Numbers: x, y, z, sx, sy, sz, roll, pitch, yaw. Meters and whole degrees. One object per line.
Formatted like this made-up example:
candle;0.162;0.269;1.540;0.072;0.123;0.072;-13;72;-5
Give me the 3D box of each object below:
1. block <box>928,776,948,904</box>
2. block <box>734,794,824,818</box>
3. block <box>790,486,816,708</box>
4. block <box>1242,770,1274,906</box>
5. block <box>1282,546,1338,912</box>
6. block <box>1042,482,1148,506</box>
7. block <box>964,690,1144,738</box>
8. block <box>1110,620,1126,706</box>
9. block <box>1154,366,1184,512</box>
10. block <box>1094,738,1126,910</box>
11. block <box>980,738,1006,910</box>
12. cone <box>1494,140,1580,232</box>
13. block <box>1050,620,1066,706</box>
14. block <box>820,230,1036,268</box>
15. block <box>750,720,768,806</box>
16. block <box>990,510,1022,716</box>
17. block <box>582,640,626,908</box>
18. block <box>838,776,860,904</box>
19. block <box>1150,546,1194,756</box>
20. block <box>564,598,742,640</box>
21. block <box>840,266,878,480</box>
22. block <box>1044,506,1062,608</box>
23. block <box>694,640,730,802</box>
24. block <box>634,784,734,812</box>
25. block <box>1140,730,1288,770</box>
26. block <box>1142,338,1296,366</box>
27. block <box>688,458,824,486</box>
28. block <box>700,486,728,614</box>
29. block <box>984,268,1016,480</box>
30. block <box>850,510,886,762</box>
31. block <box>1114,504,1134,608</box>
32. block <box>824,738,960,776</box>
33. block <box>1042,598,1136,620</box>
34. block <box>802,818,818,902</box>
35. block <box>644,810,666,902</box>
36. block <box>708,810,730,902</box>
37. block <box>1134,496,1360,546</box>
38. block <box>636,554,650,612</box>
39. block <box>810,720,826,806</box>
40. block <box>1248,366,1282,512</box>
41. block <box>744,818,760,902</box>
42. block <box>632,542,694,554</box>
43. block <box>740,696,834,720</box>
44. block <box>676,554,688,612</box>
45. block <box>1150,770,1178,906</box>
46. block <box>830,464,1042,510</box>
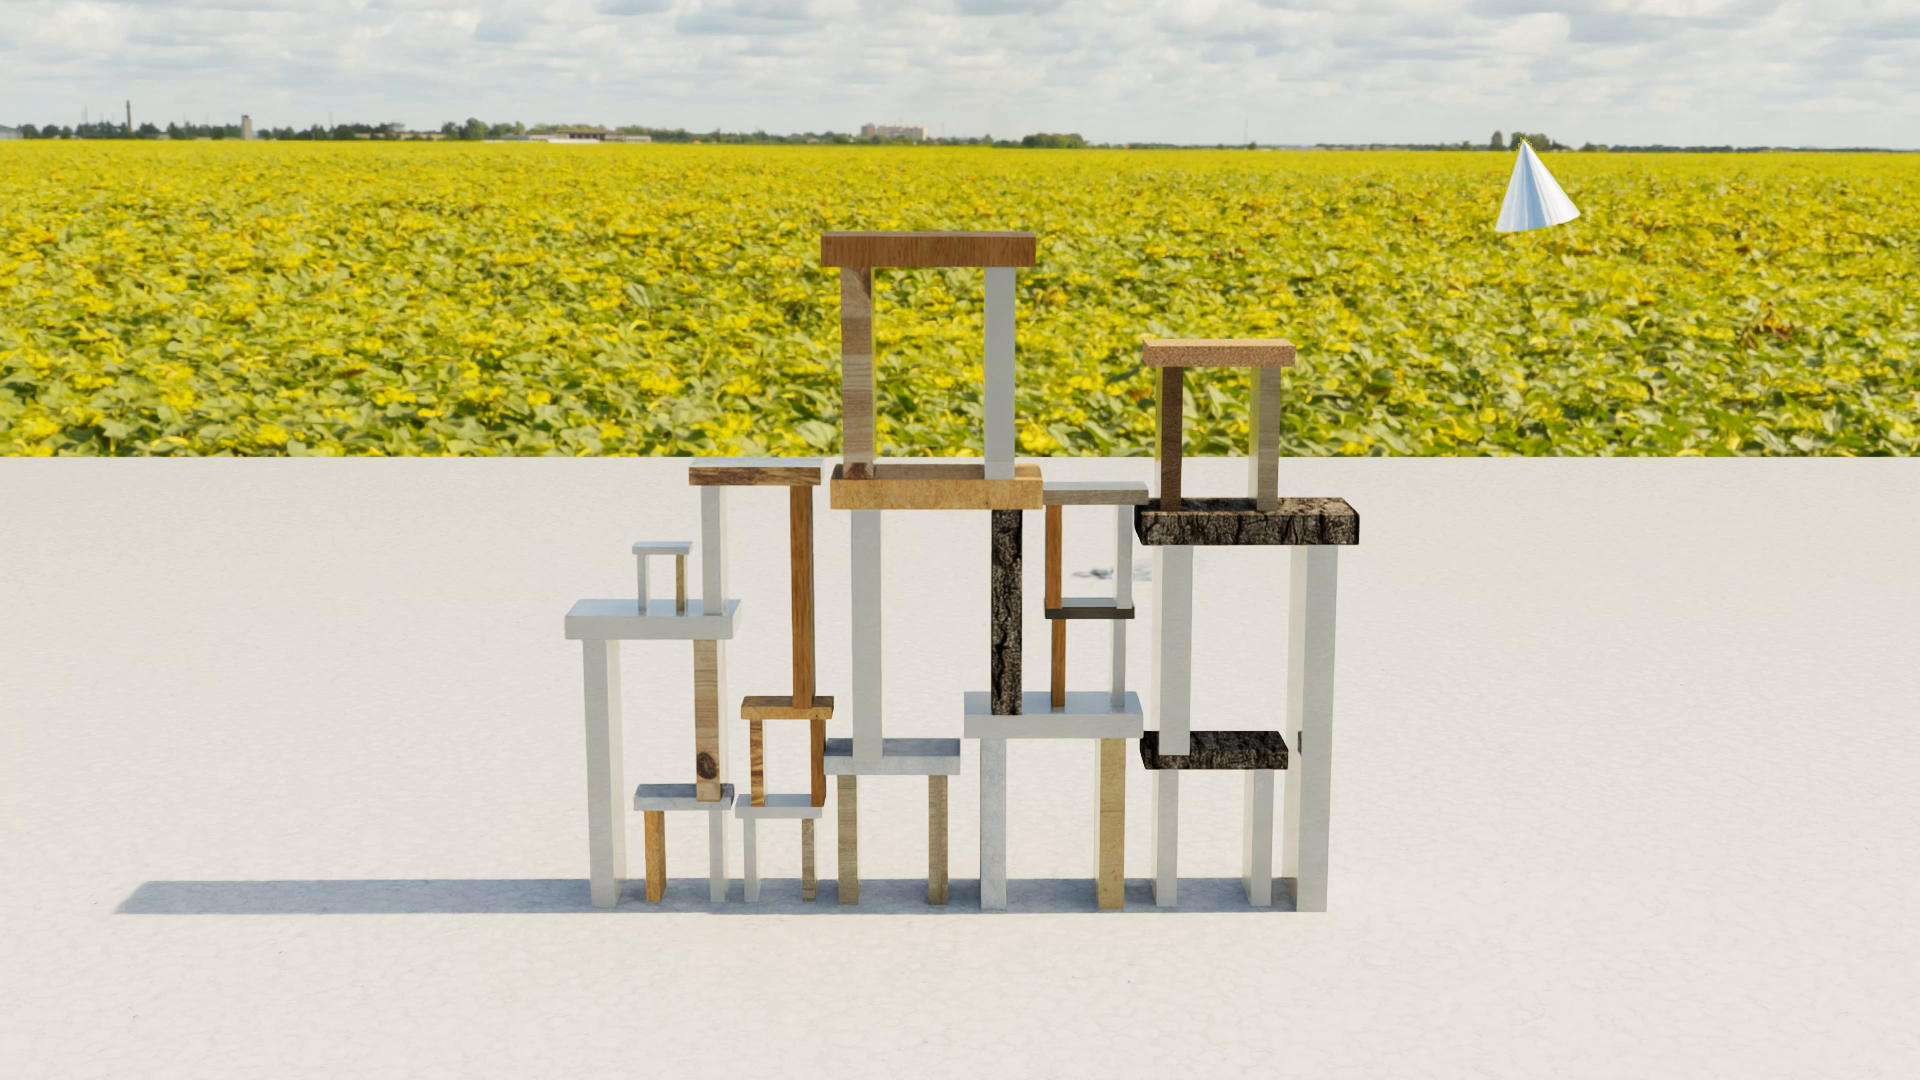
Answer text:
block;-0.036;0.480;3.650;0.031;0.222;0.111;0;11;0
block;-0.298;0.440;3.638;0.143;0.020;0.072;0;11;0
block;-0.255;0.084;3.575;0.030;0.366;0.105;0;11;0
block;0.494;0.476;3.647;0.033;0.232;0.116;0;11;0
block;0.573;0.292;3.611;0.049;0.608;0.171;0;11;0
block;0.216;-0.076;3.540;0.169;0.024;0.085;0;11;0
block;0.151;0.286;3.609;0.289;0.041;0.144;0;11;0
block;0.258;0.193;3.600;0.021;0.146;0.073;0;11;0
block;0.335;-0.169;3.533;0.033;0.230;0.115;0;11;0
block;0.247;0.449;3.640;0.041;0.289;0.144;0;11;0
block;0.054;0.449;3.640;0.041;0.289;0.144;0;11;0
cone;1.590;-1.003;6.129;0.235;0.235;0.235;-13;15;3
block;0.161;0.193;3.600;0.021;0.146;0.073;0;11;0
block;-0.049;-0.460;3.475;0.332;0.047;0.166;0;11;0
block;-0.331;0.358;3.622;0.021;0.148;0.074;0;11;0
block;0.075;0.101;3.579;0.047;0.335;0.167;0;11;0
block;-0.586;0.368;3.630;0.038;0.450;0.135;0;11;0
block;-0.184;0.480;3.650;0.031;0.222;0.111;0;11;0
block;0.344;0.161;3.586;0.049;0.343;0.171;0;10;0
block;-0.497;0.129;3.584;0.269;0.038;0.135;0;11;0
block;-0.160;-0.274;3.508;0.047;0.332;0.166;0;11;0
block;0.151;0.020;3.559;0.024;0.169;0.085;0;11;0
block;-0.408;0.280;3.611;0.038;0.269;0.135;0;11;0
block;-0.455;0.424;3.632;0.158;0.022;0.079;0;11;-1
block;0.416;0.346;3.622;0.232;0.033;0.116;0;11;0
block;0.411;-0.299;3.508;0.230;0.033;0.115;0;11;0
block;-0.326;-0.110;3.537;0.210;0.030;0.105;0;11;0
block;-0.397;0.007;3.558;0.030;0.210;0.105;0;11;0
block;0.062;-0.273;3.509;0.047;0.332;0.166;0;11;0
block;-0.148;0.139;3.583;0.047;0.411;0.167;0;11;0
block;0.264;0.019;3.558;0.024;0.169;0.085;0;11;0
block;-0.110;0.356;3.624;0.222;0.031;0.111;0;11;0
block;0.210;0.111;3.584;0.146;0.021;0.073;0;11;0
block;-0.250;0.520;3.653;0.020;0.143;0.072;0;11;0
block;-0.506;0.512;3.653;0.022;0.158;0.079;0;11;0
block;-0.400;0.512;3.653;0.022;0.158;0.079;0;11;0
block;0.459;-0.031;3.551;0.343;0.049;0.171;0;11;0
block;-0.513;0.065;3.568;0.013;0.093;0.046;0;11;0
block;-0.233;0.358;3.622;0.021;0.148;0.074;0;11;0
block;0.488;-0.170;3.533;0.033;0.230;0.115;0;11;0
block;-0.345;0.520;3.653;0.020;0.143;0.072;0;11;0
block;-0.481;0.013;3.559;0.093;0.013;0.046;0;11;1
block;-0.282;0.275;3.607;0.148;0.021;0.074;0;11;0
block;-0.451;0.065;3.568;0.013;0.093;0.046;1;11;0
block;0.339;0.476;3.647;0.033;0.232;0.116;0;11;0
block;-0.037;-0.087;3.543;0.335;0.047;0.167;0;11;0
